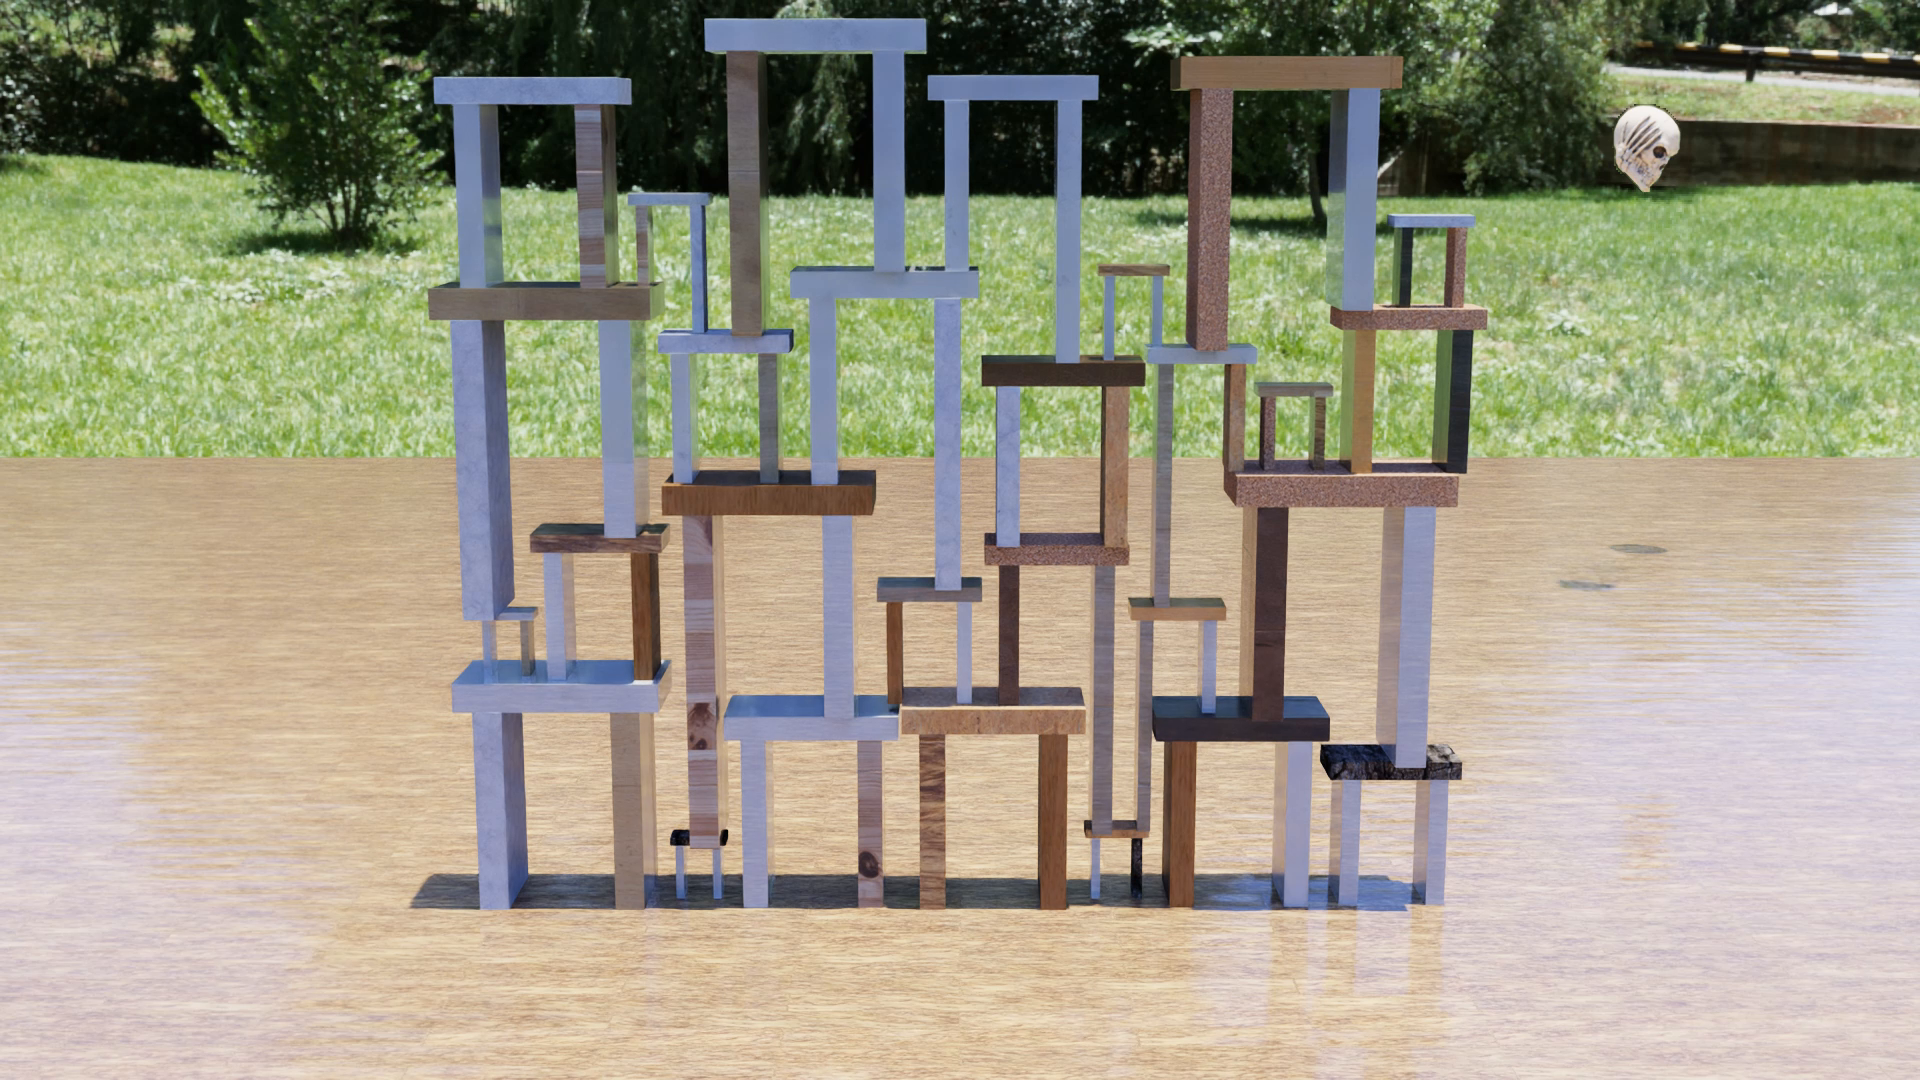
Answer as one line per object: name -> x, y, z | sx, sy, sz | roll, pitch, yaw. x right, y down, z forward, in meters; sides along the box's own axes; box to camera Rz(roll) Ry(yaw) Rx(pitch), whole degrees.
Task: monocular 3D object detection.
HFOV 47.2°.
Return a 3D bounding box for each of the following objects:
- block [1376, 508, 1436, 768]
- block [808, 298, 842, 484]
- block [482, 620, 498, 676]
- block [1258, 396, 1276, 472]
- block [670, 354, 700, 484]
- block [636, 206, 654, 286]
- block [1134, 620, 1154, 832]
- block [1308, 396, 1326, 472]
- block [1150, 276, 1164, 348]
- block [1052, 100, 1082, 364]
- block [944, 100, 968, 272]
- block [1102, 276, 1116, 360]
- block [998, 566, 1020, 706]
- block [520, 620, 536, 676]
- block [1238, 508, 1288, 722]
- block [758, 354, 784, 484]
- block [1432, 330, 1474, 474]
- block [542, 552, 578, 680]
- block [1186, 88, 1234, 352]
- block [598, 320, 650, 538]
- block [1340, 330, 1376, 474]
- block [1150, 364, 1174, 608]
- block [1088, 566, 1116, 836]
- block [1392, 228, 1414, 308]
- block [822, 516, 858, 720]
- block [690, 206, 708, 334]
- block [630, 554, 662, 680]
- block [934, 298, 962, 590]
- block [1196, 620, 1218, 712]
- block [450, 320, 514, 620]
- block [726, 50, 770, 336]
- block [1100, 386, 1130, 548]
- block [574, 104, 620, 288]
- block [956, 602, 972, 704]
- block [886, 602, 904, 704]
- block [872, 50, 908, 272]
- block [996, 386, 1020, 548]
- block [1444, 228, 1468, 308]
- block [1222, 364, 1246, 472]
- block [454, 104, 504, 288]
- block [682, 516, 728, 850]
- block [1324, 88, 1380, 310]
block -> 0.725, 0.142, 3.585 | 0.049, 0.425, 0.174 | 0, 11, 0
block -> -0.215, -0.245, 3.517 | 0.042, 0.293, 0.147 | 0, 11, 0
block -> -0.767, 0.172, 3.590 | 0.013, 0.093, 0.046 | 0, 11, 0
block -> 0.493, -0.174, 3.523 | 0.017, 0.119, 0.059 | 0, 11, 0
block -> -0.440, -0.201, 3.521 | 0.029, 0.206, 0.103 | 0, 11, 0
block -> -0.497, -0.466, 3.473 | 0.018, 0.126, 0.063 | 0, 11, 0
block -> 0.302, 0.298, 3.618 | 0.022, 0.355, 0.077 | 0, 10, 0
block -> 0.572, -0.174, 3.523 | 0.017, 0.119, 0.059 | 0, 11, 0
block -> 0.311, -0.365, 3.493 | 0.016, 0.112, 0.056 | -1, 11, 0
block -> 0.169, -0.487, 3.467 | 0.037, 0.404, 0.130 | 0, 11, 0
block -> -0.005, -0.557, 3.454 | 0.037, 0.261, 0.131 | 0, 11, 0
block -> 0.236, -0.354, 3.492 | 0.016, 0.133, 0.056 | 0, 11, 0
block -> 0.079, 0.143, 3.591 | 0.033, 0.230, 0.115 | 0, 11, 0
block -> -0.706, 0.172, 3.590 | 0.013, 0.093, 0.046 | 0, 11, 0
block -> 0.493, 0.104, 3.578 | 0.049, 0.348, 0.174 | 0, 10, 0
block -> -0.303, -0.201, 3.522 | 0.029, 0.206, 0.103 | 0, 11, 0
block -> 0.786, -0.227, 3.514 | 0.032, 0.227, 0.113 | 0, 11, 0
block -> -0.651, 0.114, 3.580 | 0.030, 0.210, 0.105 | 0, 11, 0
block -> 0.392, -0.506, 3.468 | 0.048, 0.400, 0.169 | 0, 11, 0
block -> -0.537, -0.188, 3.527 | 0.049, 0.344, 0.172 | 0, 11, 0
block -> 0.635, -0.227, 3.514 | 0.032, 0.227, 0.113 | 0, 11, 0
block -> 0.325, -0.092, 3.545 | 0.024, 0.394, 0.086 | 0, 10, 0
block -> 0.232, 0.251, 3.611 | 0.033, 0.449, 0.115 | 0, 11, 0
block -> 0.699, -0.432, 3.475 | 0.018, 0.126, 0.063 | 0, 11, 0
block -> -0.194, 0.109, 3.582 | 0.047, 0.332, 0.166 | 0, 11, 0
block -> -0.413, -0.430, 3.479 | 0.018, 0.200, 0.063 | 0, 11, 0
block -> -0.511, 0.114, 3.581 | 0.030, 0.210, 0.105 | 0, 11, 0
block -> -0.019, -0.161, 3.533 | 0.042, 0.464, 0.147 | 0, 11, 0
block -> 0.404, 0.198, 3.600 | 0.022, 0.154, 0.077 | 0, 10, 0
block -> -0.767, -0.122, 3.539 | 0.049, 0.477, 0.172 | 0, 11, 0
block -> -0.331, -0.544, 3.456 | 0.047, 0.434, 0.167 | 0, 11, 0
block -> 0.248, -0.126, 3.532 | 0.036, 0.256, 0.128 | 0, 11, 0
block -> -0.570, -0.542, 3.460 | 0.040, 0.281, 0.140 | 0, 11, 0
block -> 0.007, 0.175, 3.589 | 0.024, 0.169, 0.085 | 0, 11, 0
block -> -0.106, 0.175, 3.589 | 0.024, 0.169, 0.085 | 0, 11, 0
block -> -0.109, -0.593, 3.448 | 0.047, 0.334, 0.167 | 0, 11, 0
block -> 0.077, -0.127, 3.533 | 0.036, 0.256, 0.128 | 0, 11, 0
block -> 0.783, -0.432, 3.475 | 0.018, 0.126, 0.063 | 0, 11, 0
block -> 0.439, -0.201, 3.524 | 0.024, 0.172, 0.086 | 0, 11, 0
block -> -0.757, -0.543, 3.462 | 0.040, 0.281, 0.140 | 0, 11, 0
block -> -0.415, 0.216, 3.602 | 0.047, 0.550, 0.166 | 0, 11, 0
block -> 0.617, -0.537, 3.462 | 0.048, 0.338, 0.169 | 0, 11, 0
